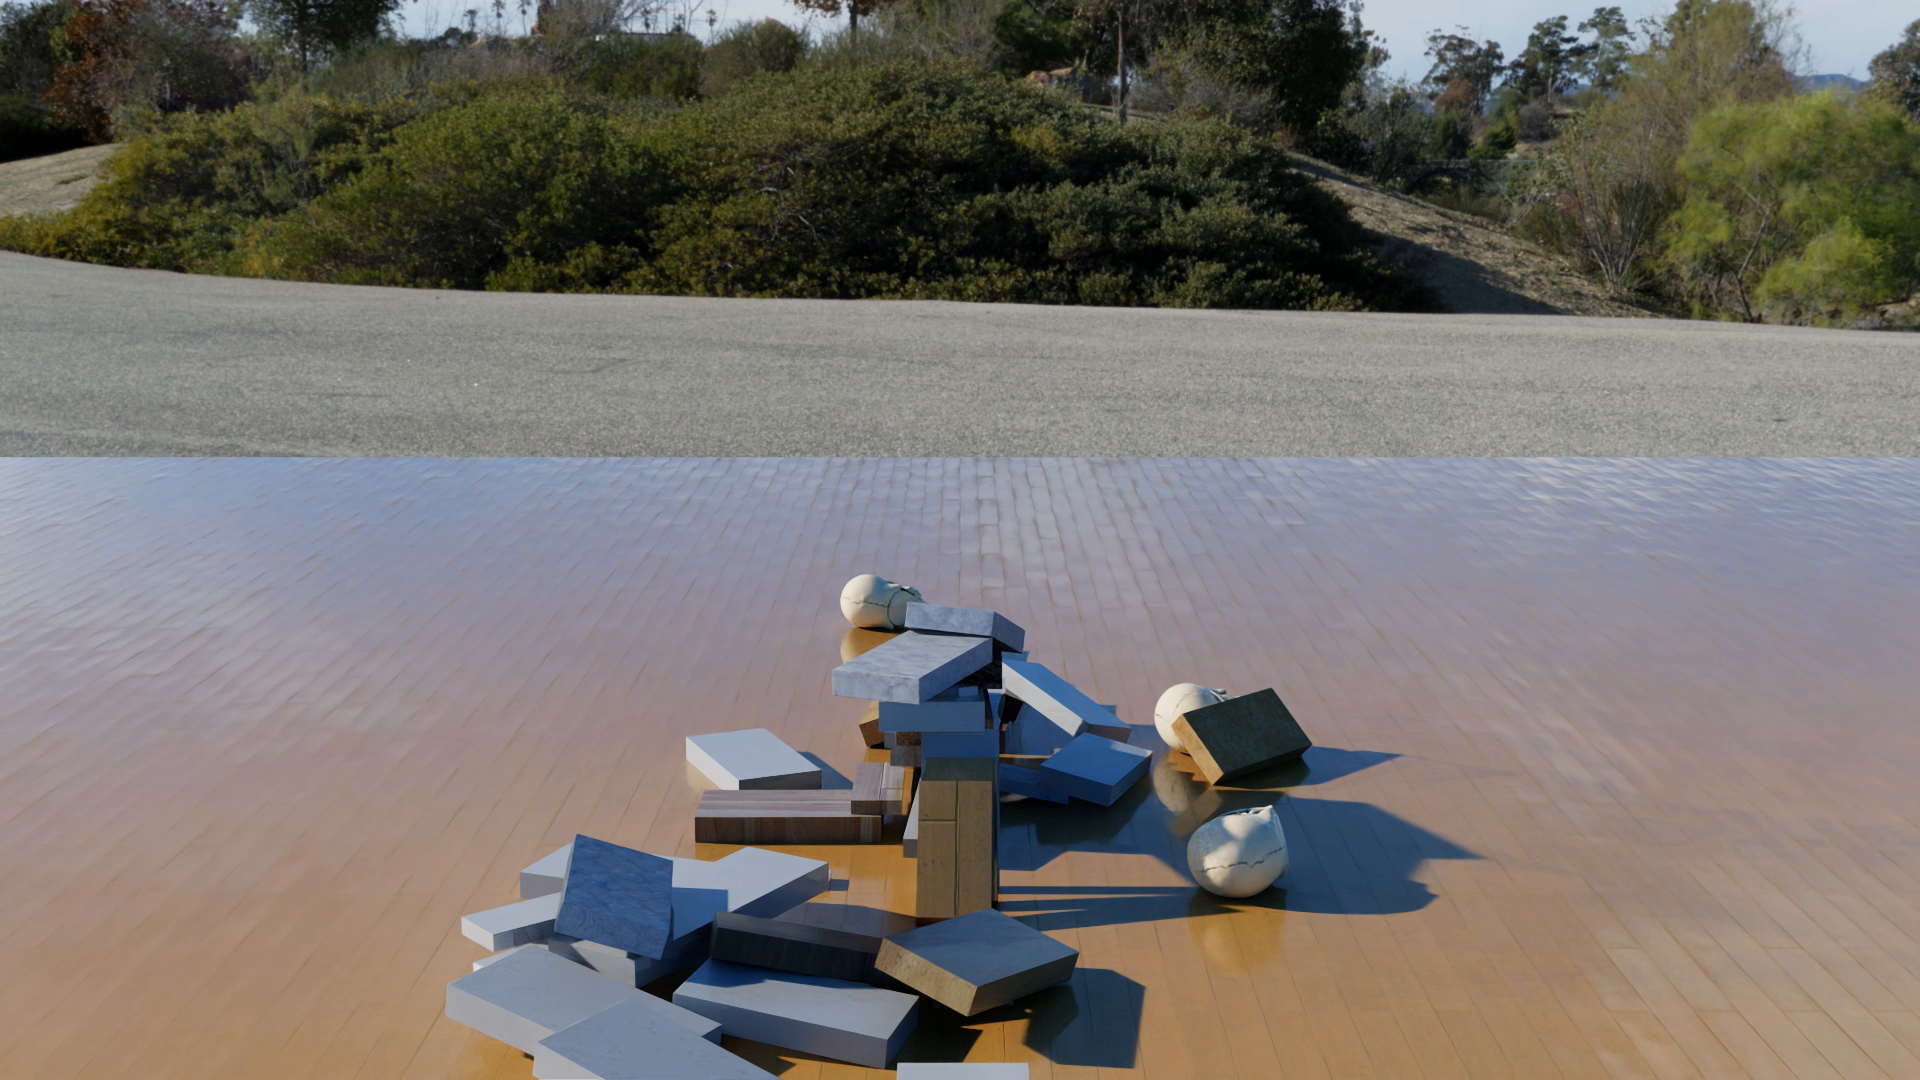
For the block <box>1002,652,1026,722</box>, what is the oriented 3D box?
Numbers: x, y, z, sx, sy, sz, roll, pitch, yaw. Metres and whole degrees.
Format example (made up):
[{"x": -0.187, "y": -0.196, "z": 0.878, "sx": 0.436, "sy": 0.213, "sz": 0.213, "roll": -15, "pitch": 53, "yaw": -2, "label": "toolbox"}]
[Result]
[{"x": 0.050, "y": 0.288, "z": 4.721, "sx": 0.175, "sy": 0.050, "sz": 0.350, "roll": 23, "pitch": 12, "yaw": -2, "label": "block"}]

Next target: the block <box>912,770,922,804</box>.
[{"x": -0.031, "y": 0.447, "z": 4.186, "sx": 0.114, "sy": 0.032, "sz": 0.228, "roll": 0, "pitch": 17, "yaw": 2, "label": "block"}]

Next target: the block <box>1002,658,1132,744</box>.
[{"x": 0.208, "y": 0.337, "z": 4.586, "sx": 0.145, "sy": 0.041, "sz": 0.291, "roll": 11, "pitch": 17, "yaw": -48, "label": "block"}]

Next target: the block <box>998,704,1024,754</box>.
[{"x": 0.048, "y": 0.357, "z": 4.793, "sx": 0.166, "sy": 0.047, "sz": 0.593, "roll": 1, "pitch": 11, "yaw": 7, "label": "block"}]

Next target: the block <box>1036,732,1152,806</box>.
[{"x": 0.263, "y": 0.441, "z": 4.256, "sx": 0.145, "sy": 0.041, "sz": 0.291, "roll": 15, "pitch": 12, "yaw": 18, "label": "block"}]

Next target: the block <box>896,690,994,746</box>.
[{"x": -0.035, "y": 0.314, "z": 4.169, "sx": 0.177, "sy": 0.050, "sz": 0.354, "roll": -1, "pitch": 12, "yaw": -2, "label": "block"}]

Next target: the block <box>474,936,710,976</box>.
[{"x": -0.551, "y": 0.634, "z": 3.310, "sx": 0.160, "sy": 0.045, "sz": 0.320, "roll": 9, "pitch": 14, "yaw": 42, "label": "block"}]

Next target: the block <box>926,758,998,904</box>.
[{"x": 0.002, "y": 0.481, "z": 3.643, "sx": 0.120, "sy": 0.239, "sz": 0.034, "roll": 0, "pitch": -19, "yaw": 0, "label": "block"}]

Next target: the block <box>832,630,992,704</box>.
[{"x": -0.078, "y": 0.217, "z": 3.809, "sx": 0.159, "sy": 0.045, "sz": 0.319, "roll": 4, "pitch": 12, "yaw": 23, "label": "block"}]

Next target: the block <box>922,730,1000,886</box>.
[{"x": 0.001, "y": 0.451, "z": 3.706, "sx": 0.131, "sy": 0.262, "sz": 0.037, "roll": 0, "pitch": -8, "yaw": 0, "label": "block"}]

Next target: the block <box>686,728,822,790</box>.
[{"x": -0.410, "y": 0.442, "z": 4.335, "sx": 0.167, "sy": 0.047, "sz": 0.333, "roll": -5, "pitch": 12, "yaw": -24, "label": "block"}]

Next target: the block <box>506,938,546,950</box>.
[{"x": -0.613, "y": 0.593, "z": 3.408, "sx": 0.095, "sy": 0.027, "sz": 0.191, "roll": -20, "pitch": -6, "yaw": 23, "label": "block"}]

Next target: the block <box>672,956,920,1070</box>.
[{"x": -0.229, "y": 0.659, "z": 3.086, "sx": 0.312, "sy": 0.044, "sz": 0.156, "roll": 9, "pitch": 12, "yaw": 14, "label": "block"}]

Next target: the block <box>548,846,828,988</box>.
[{"x": -0.406, "y": 0.574, "z": 3.383, "sx": 0.160, "sy": 0.045, "sz": 0.494, "roll": 6, "pitch": 12, "yaw": 30, "label": "block"}]

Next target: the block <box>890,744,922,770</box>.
[{"x": -0.038, "y": 0.402, "z": 4.033, "sx": 0.131, "sy": 0.037, "sz": 0.262, "roll": 1, "pitch": -7, "yaw": 9, "label": "block"}]

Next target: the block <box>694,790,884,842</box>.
[{"x": -0.308, "y": 0.502, "z": 4.011, "sx": 0.333, "sy": 0.047, "sz": 0.167, "roll": 0, "pitch": 11, "yaw": 0, "label": "block"}]

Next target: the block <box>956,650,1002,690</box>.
[{"x": -0.011, "y": 0.240, "z": 4.108, "sx": 0.177, "sy": 0.050, "sz": 0.354, "roll": 0, "pitch": 0, "yaw": 1, "label": "block"}]

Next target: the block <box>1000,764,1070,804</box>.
[{"x": 0.121, "y": 0.461, "z": 4.199, "sx": 0.182, "sy": 0.026, "sz": 0.091, "roll": 11, "pitch": 12, "yaw": 3, "label": "block"}]

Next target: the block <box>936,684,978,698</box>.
[{"x": -0.030, "y": 0.260, "z": 3.806, "sx": 0.112, "sy": 0.016, "sz": 0.056, "roll": 0, "pitch": 1, "yaw": 36, "label": "block"}]

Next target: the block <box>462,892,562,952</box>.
[{"x": -0.628, "y": 0.561, "z": 3.253, "sx": 0.191, "sy": 0.027, "sz": 0.095, "roll": -9, "pitch": 14, "yaw": -39, "label": "block"}]

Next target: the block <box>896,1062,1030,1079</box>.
[{"x": 0.004, "y": 0.774, "z": 2.546, "sx": 0.171, "sy": 0.049, "sz": 0.699, "roll": 0, "pitch": 11, "yaw": 0, "label": "block"}]

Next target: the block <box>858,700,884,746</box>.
[{"x": -0.098, "y": 0.342, "z": 4.704, "sx": 0.175, "sy": 0.050, "sz": 0.389, "roll": -19, "pitch": 7, "yaw": 9, "label": "block"}]

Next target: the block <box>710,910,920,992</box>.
[{"x": -0.207, "y": 0.603, "z": 3.224, "sx": 0.312, "sy": 0.044, "sz": 0.156, "roll": 11, "pitch": -2, "yaw": -7, "label": "block"}]

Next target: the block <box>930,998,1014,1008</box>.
[{"x": 0.010, "y": 0.640, "z": 3.309, "sx": 0.120, "sy": 0.034, "sz": 0.239, "roll": -1, "pitch": 11, "yaw": -4, "label": "block"}]

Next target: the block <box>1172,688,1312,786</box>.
[{"x": 0.564, "y": 0.390, "z": 4.393, "sx": 0.291, "sy": 0.041, "sz": 0.145, "roll": -10, "pitch": 58, "yaw": -44, "label": "block"}]

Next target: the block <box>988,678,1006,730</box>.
[{"x": -0.010, "y": 0.337, "z": 4.299, "sx": 0.175, "sy": 0.050, "sz": 0.350, "roll": 1, "pitch": 12, "yaw": 5, "label": "block"}]

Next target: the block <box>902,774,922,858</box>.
[{"x": -0.018, "y": 0.488, "z": 3.923, "sx": 0.131, "sy": 0.037, "sz": 0.262, "roll": 2, "pitch": 22, "yaw": 6, "label": "block"}]

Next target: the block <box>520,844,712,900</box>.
[{"x": -0.551, "y": 0.568, "z": 3.660, "sx": 0.320, "sy": 0.045, "sz": 0.160, "roll": 4, "pitch": 11, "yaw": 21, "label": "block"}]

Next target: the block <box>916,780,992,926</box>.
[{"x": -0.009, "y": 0.507, "z": 3.569, "sx": 0.120, "sy": 0.239, "sz": 0.034, "roll": 0, "pitch": -32, "yaw": 1, "label": "block"}]

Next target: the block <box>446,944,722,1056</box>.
[{"x": -0.517, "y": 0.659, "z": 3.020, "sx": 0.343, "sy": 0.049, "sz": 0.171, "roll": 15, "pitch": 17, "yaw": 28, "label": "block"}]

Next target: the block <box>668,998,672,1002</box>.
[{"x": -0.360, "y": 0.669, "z": 3.169, "sx": 0.095, "sy": 0.027, "sz": 0.191, "roll": 3, "pitch": 11, "yaw": 18, "label": "block"}]

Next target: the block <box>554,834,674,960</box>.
[{"x": -0.510, "y": 0.526, "z": 3.265, "sx": 0.156, "sy": 0.044, "sz": 0.312, "roll": 17, "pitch": 8, "yaw": -9, "label": "block"}]

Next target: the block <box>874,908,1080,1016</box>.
[{"x": 0.029, "y": 0.606, "z": 3.179, "sx": 0.159, "sy": 0.045, "sz": 0.319, "roll": 23, "pitch": 10, "yaw": 27, "label": "block"}]

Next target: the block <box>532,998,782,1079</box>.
[{"x": -0.355, "y": 0.697, "z": 2.788, "sx": 0.343, "sy": 0.049, "sz": 0.171, "roll": 19, "pitch": 19, "yaw": 30, "label": "block"}]

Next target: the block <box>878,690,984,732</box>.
[{"x": -0.047, "y": 0.292, "z": 3.848, "sx": 0.177, "sy": 0.050, "sz": 0.379, "roll": 0, "pitch": 0, "yaw": 0, "label": "block"}]

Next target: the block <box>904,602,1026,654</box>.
[{"x": 0.013, "y": 0.164, "z": 4.079, "sx": 0.159, "sy": 0.045, "sz": 0.319, "roll": 6, "pitch": -7, "yaw": 13, "label": "block"}]

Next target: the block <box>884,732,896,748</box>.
[{"x": -0.074, "y": 0.366, "z": 4.367, "sx": 0.114, "sy": 0.032, "sz": 0.228, "roll": 1, "pitch": 12, "yaw": 8, "label": "block"}]

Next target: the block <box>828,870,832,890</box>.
[{"x": -0.274, "y": 0.574, "z": 3.713, "sx": 0.112, "sy": 0.016, "sz": 0.056, "roll": 0, "pitch": 11, "yaw": 0, "label": "block"}]

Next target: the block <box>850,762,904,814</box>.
[{"x": -0.150, "y": 0.457, "z": 4.056, "sx": 0.091, "sy": 0.026, "sz": 0.240, "roll": 0, "pitch": 11, "yaw": 0, "label": "block"}]
